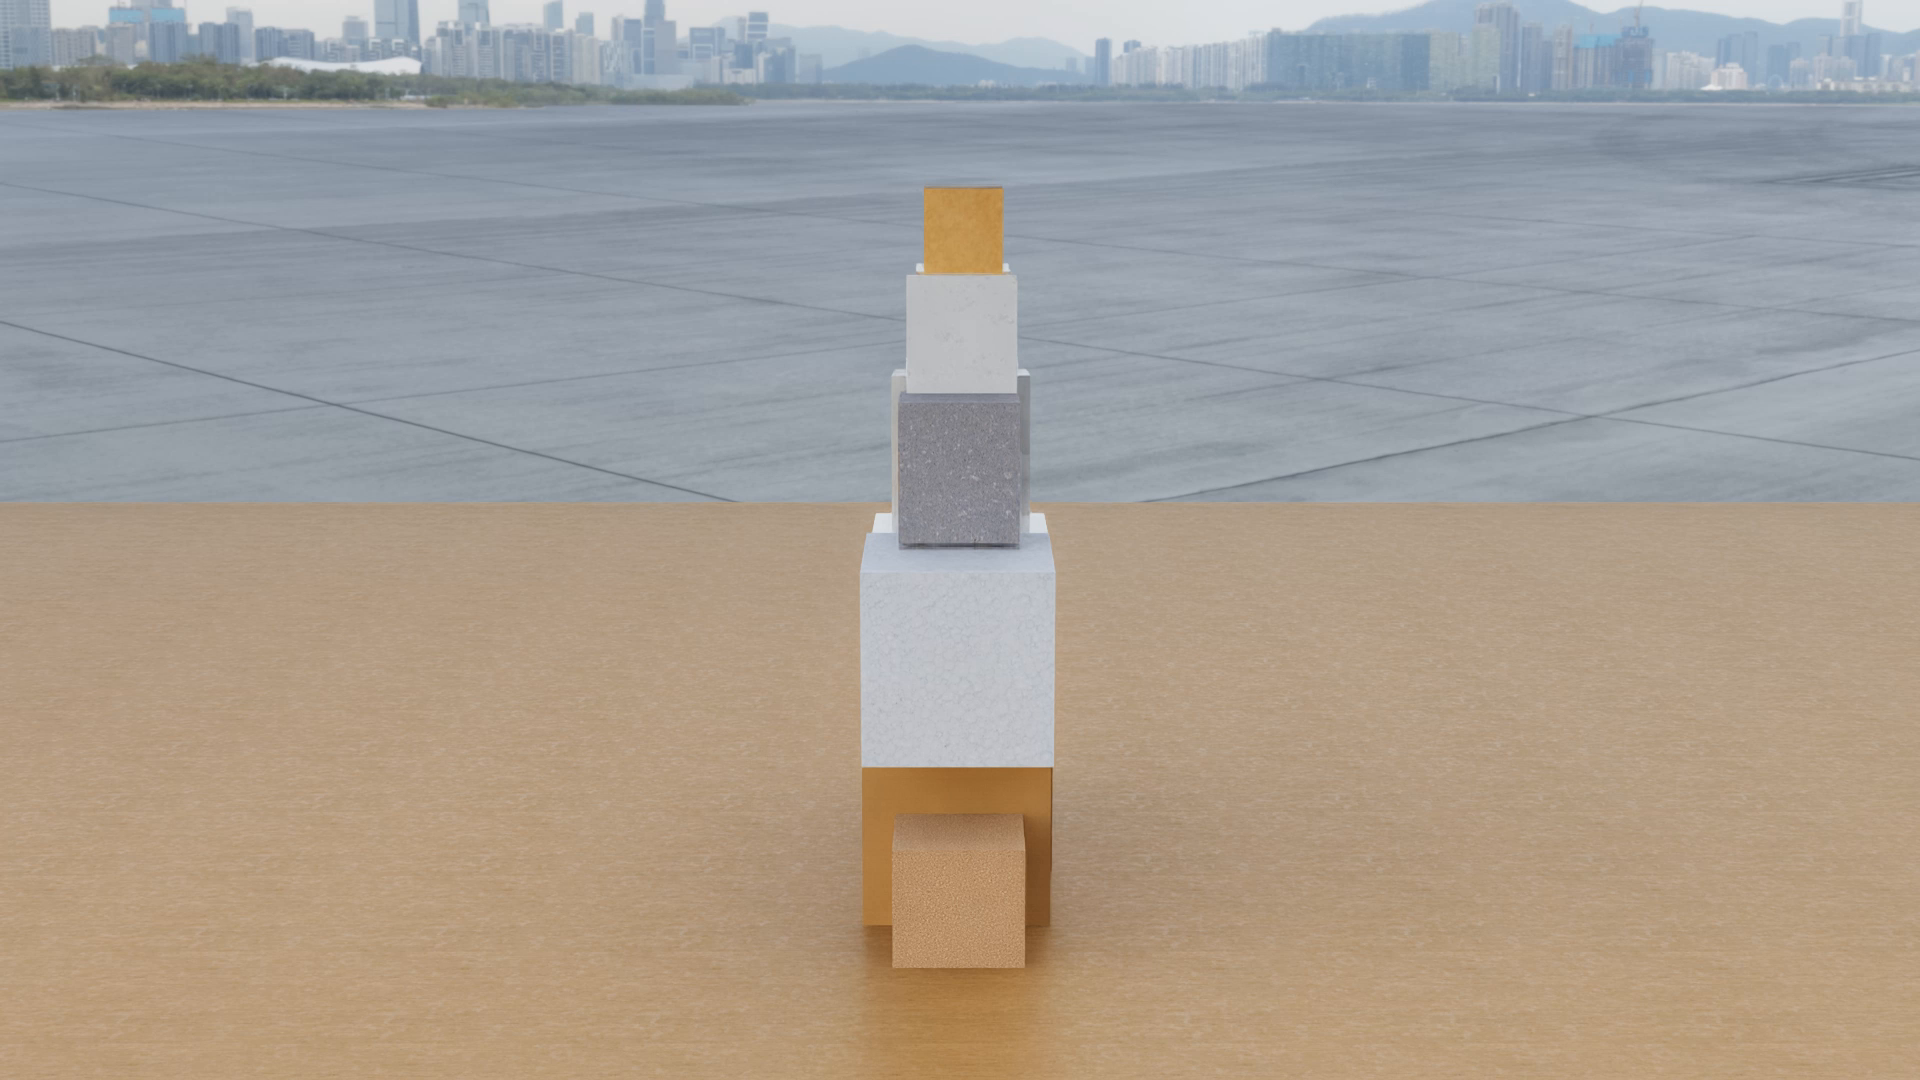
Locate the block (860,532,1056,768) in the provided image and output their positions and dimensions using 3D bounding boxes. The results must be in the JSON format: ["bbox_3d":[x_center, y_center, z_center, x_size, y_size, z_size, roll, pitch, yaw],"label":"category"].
[{"bbox_3d":[-0.009,0.429,10.306,0.753,0.781,0.743,0,12,0],"label":"block"}]

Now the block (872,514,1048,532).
[{"bbox_3d":[0.000,0.309,11.066,0.746,0.733,0.751,0,10,0],"label":"block"}]

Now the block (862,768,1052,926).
[{"bbox_3d":[-0.015,1.126,10.995,0.781,0.850,0.720,0,10,0],"label":"block"}]

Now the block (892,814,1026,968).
[{"bbox_3d":[-0.005,1.418,10.413,0.527,0.485,0.510,0,10,0],"label":"block"}]

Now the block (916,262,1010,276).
[{"bbox_3d":[0.012,-0.967,11.291,0.406,0.465,0.411,0,12,0],"label":"block"}]

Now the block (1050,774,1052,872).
[{"bbox_3d":[0.012,1.062,11.738,0.794,0.711,0.745,0,10,0],"label":"block"}]

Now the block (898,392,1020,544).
[{"bbox_3d":[-0.004,-0.303,10.500,0.484,0.563,0.568,0,8,0],"label":"block"}]

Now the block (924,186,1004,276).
[{"bbox_3d":[0.016,-1.326,10.966,0.333,0.364,0.296,0,11,0],"label":"block"}]

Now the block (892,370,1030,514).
[{"bbox_3d":[0.003,-0.454,11.652,0.608,0.612,0.732,0,6,0],"label":"block"}]

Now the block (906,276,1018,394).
[{"bbox_3d":[0.008,-0.872,10.829,0.456,0.485,0.469,0,6,0],"label":"block"}]
